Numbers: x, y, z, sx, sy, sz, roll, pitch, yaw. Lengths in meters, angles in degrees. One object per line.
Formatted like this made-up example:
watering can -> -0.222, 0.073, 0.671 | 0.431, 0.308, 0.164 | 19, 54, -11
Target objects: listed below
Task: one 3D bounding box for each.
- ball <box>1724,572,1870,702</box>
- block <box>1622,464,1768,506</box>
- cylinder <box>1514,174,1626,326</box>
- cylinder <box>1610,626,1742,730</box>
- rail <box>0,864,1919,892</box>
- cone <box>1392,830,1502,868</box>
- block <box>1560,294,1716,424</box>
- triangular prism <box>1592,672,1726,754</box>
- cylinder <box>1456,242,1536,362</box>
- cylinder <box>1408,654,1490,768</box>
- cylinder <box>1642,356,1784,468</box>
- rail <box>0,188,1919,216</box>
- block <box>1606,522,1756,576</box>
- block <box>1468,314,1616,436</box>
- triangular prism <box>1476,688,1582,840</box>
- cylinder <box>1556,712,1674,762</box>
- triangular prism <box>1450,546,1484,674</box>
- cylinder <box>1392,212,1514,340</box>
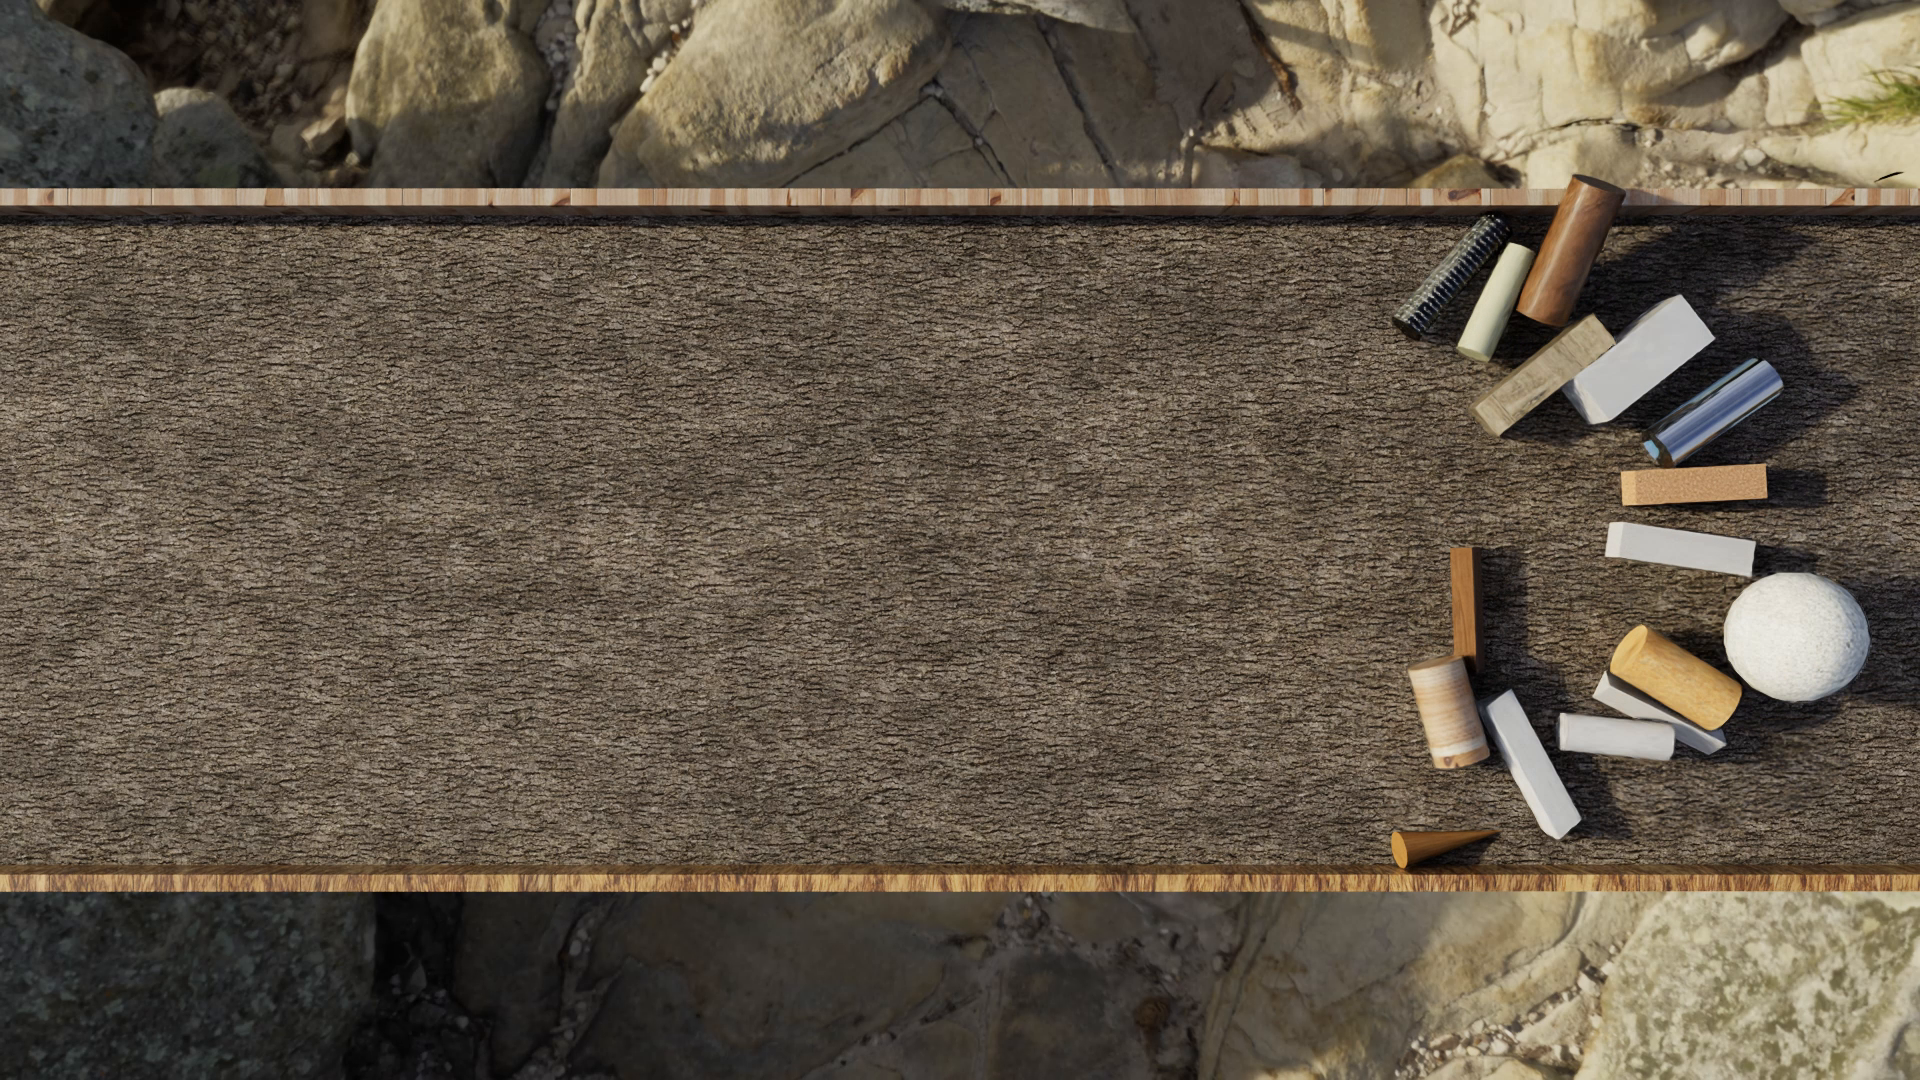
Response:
ball -> 2.473, 0.286, 4.884 | 0.386, 0.386, 0.386 | 0, 90, 0
block -> 2.235, -0.168, 5.024 | 0.395, 0.104, 0.104 | -3, 90, 0
cylinder -> 1.815, -0.860, 4.910 | 0.161, 0.161, 0.418 | 17, 117, 0
cylinder -> 2.165, 0.417, 4.991 | 0.331, 0.172, 0.172 | 31, 90, 0
rail -> -2.247, 1.025, 5.001 | 12.000, 0.150, 0.050 | 0, 90, 0
cone -> 1.506, 0.919, 5.049 | 0.346, 0.111, 0.111 | -8, 90, -9
block -> 2.041, -0.543, 4.993 | 0.399, 0.168, 0.168 | -38, 90, 0
triangular prism -> 2.144, 0.531, 5.035 | 0.398, 0.078, 0.091 | 26, 90, 0
cylinder -> 1.635, -0.724, 5.023 | 0.107, 0.107, 0.347 | 24, 90, 0
cylinder -> 1.481, 0.519, 4.994 | 0.166, 0.166, 0.307 | -16, 90, 0
cylinder -> 2.283, -0.386, 5.007 | 0.401, 0.139, 0.139 | -34, 90, 0
rail -> -2.247, -1.025, 5.002 | 12.000, 0.150, 0.050 | 0, 90, 0
block -> 2.192, 0.028, 5.023 | 0.403, 0.107, 0.107 | 8, 90, 0
block -> 1.758, -0.498, 4.994 | 0.440, 0.112, 0.112 | -39, 90, 7
triangular prism -> 1.713, 0.687, 4.998 | 0.123, 0.107, 0.454 | -28, 90, 30
cylinder -> 1.989, 0.599, 5.015 | 0.318, 0.114, 0.114 | 6, 90, 2
triangular prism -> 1.561, 0.213, 5.035 | 0.091, 0.079, 0.383 | -2, 90, 0
cylinder -> 1.499, -0.804, 5.024 | 0.106, 0.106, 0.430 | 42, 90, 0
